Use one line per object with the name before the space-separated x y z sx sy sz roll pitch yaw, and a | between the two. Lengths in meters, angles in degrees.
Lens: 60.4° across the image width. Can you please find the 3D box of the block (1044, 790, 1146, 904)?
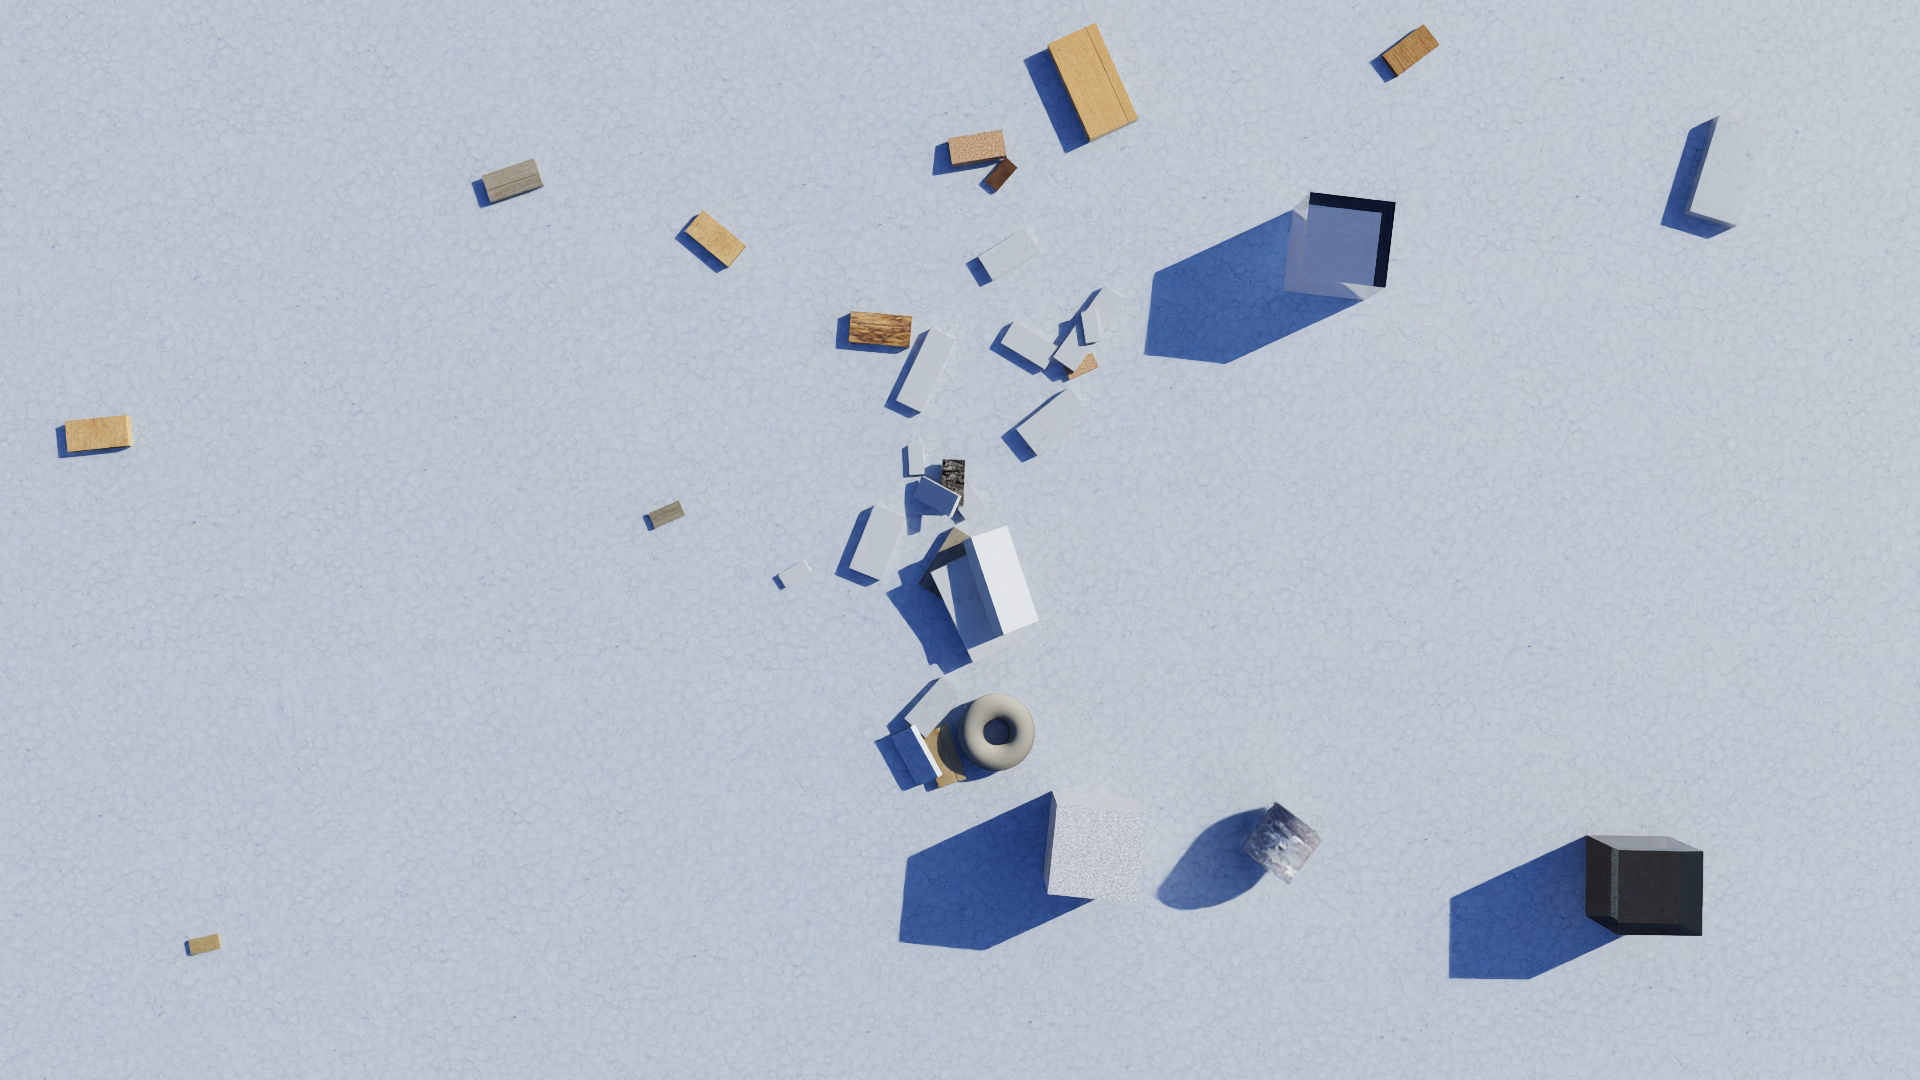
block | 0.434 0.992 5.357 0.285 0.285 0.285 6 90 0

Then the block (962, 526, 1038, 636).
block | 0.134 0.135 5.427 0.167 0.047 0.333 -19 90 -41

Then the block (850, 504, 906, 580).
block | -0.273 0.009 5.484 0.113 0.032 0.225 22 90 0

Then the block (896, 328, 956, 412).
block | -0.113 -0.565 5.487 0.092 0.026 0.268 26 90 0

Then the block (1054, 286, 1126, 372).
block | 0.430 -0.701 5.479 0.086 0.024 0.294 35 88 4

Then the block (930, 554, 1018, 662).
block | 0.047 0.220 5.454 0.167 0.047 0.333 -26 96 -4

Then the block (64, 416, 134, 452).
block | -2.863 -0.354 5.486 0.203 0.029 0.102 -6 90 0

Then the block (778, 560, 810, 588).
block | -0.550 0.112 5.493 0.099 0.014 0.050 -31 90 0

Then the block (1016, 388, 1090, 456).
block | 0.310 -0.394 5.484 0.225 0.032 0.113 -39 90 0

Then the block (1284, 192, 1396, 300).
block | 1.229 -0.951 5.363 0.274 0.274 0.274 7 90 0

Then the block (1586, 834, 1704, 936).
block | 2.222 1.120 5.365 0.269 0.269 0.269 1 90 0

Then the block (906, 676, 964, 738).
block | -0.085 0.554 5.471 0.094 0.027 0.189 41 87 12

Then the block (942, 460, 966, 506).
block | -0.023 -0.191 5.468 0.076 0.022 0.152 2 90 0

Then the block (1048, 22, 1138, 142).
block | 0.440 -1.517 5.476 0.172 0.049 0.345 -24 90 0

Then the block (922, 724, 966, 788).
block | -0.055 0.718 5.487 0.095 0.027 0.189 -19 90 0

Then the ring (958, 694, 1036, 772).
ring | 0.120 0.636 5.458 0.258 0.086 0.258 0 90 -1

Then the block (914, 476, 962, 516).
block | -0.075 -0.144 5.451 0.152 0.022 0.076 29 102 25

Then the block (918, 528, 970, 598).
block | -0.031 0.081 5.484 0.112 0.032 0.225 32 90 0

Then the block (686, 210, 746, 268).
block | -0.812 -1.002 5.487 0.183 0.026 0.091 40 90 0

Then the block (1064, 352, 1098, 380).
block | 0.402 -0.578 5.493 0.104 0.015 0.052 -24 90 0

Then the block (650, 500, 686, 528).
block | -0.975 -0.086 5.492 0.109 0.015 0.054 -23 90 0

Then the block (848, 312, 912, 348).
block | -0.264 -0.700 5.486 0.203 0.029 0.102 5 90 0

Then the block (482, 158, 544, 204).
block | -1.487 -1.195 5.487 0.183 0.026 0.091 -18 90 0

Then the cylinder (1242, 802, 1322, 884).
cylinder | 1.055 0.991 5.405 0.190 0.190 0.190 37 90 0

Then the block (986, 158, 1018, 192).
block | 0.138 -1.217 5.493 0.052 0.015 0.104 41 90 0

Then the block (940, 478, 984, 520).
block | 0.008 -0.151 5.489 0.076 0.022 0.152 -34 90 0

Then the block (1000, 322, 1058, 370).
block | 0.231 -0.648 5.488 0.171 0.024 0.086 31 90 0

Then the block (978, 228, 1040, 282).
block | 0.163 -0.950 5.487 0.185 0.026 0.092 -32 90 0

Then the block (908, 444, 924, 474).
block | -0.146 -0.268 5.493 0.049 0.014 0.099 -3 90 0

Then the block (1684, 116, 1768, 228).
block | 2.542 -1.222 5.476 0.167 0.047 0.333 17 90 0

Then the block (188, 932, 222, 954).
block | -2.513 1.345 5.493 0.099 0.014 0.050 -13 90 0

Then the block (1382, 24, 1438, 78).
block | 1.498 -1.628 5.488 0.171 0.024 0.085 -37 90 0

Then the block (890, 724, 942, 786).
block | -0.145 0.713 5.463 0.095 0.027 0.189 -29 90 33

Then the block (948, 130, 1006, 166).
block | 0.057 -1.302 5.479 0.183 0.026 0.091 -9 80 0

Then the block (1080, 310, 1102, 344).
block | 0.434 -0.705 5.460 0.052 0.015 0.104 -9 86 1
